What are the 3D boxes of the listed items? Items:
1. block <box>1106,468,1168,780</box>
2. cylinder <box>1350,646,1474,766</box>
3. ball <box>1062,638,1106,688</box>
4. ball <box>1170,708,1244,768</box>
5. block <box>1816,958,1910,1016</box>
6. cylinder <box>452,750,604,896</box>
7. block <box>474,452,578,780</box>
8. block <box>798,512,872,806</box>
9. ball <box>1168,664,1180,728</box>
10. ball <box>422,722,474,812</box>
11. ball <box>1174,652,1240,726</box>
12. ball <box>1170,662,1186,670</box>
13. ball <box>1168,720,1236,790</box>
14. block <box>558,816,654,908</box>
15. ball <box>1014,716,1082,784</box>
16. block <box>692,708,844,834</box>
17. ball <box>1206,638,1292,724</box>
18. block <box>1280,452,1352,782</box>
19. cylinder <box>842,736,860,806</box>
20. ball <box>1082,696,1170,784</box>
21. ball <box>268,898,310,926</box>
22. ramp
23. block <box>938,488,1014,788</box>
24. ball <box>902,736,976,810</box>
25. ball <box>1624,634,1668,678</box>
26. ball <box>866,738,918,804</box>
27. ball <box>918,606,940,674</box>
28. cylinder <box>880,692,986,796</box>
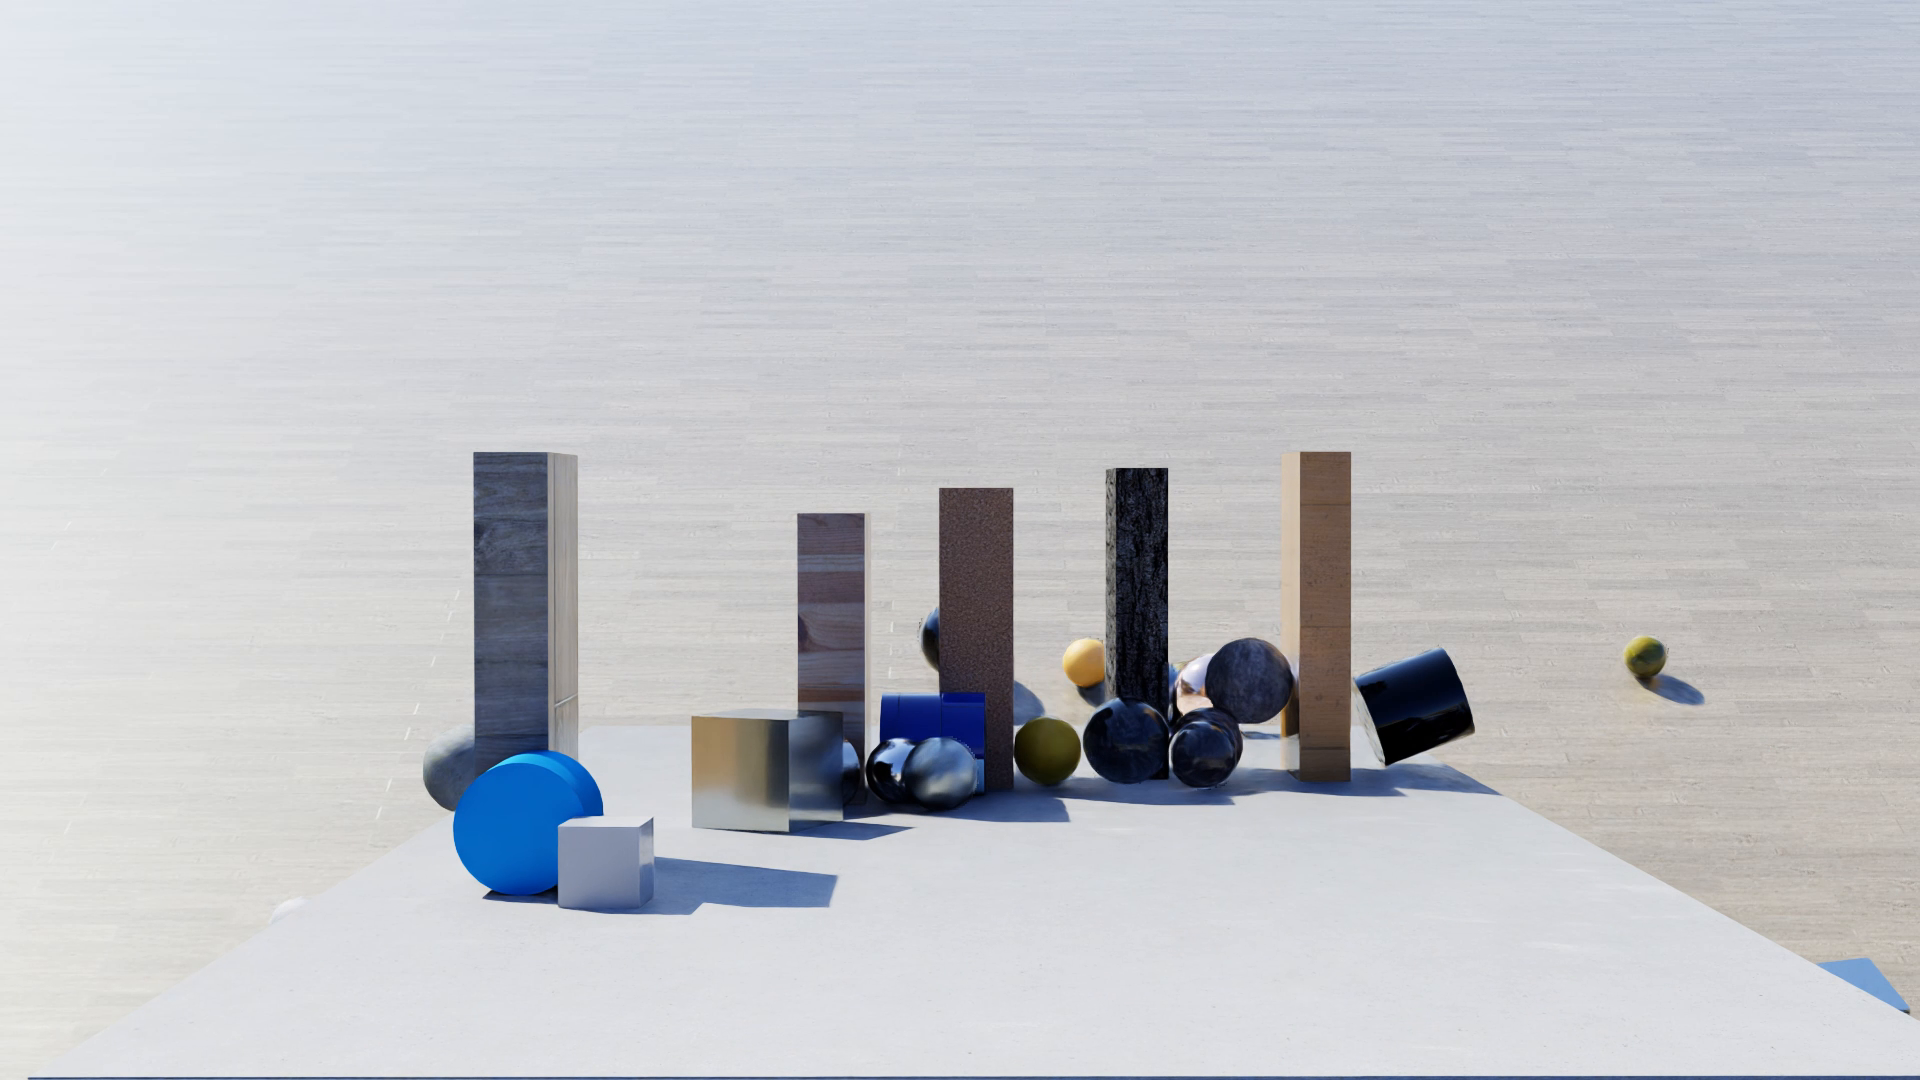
[{"bbox_3d":[0.375,0.170,5.504,0.108,0.643,0.372,0,1,0],"label":"block"},{"bbox_3d":[0.976,0.359,5.580,0.204,0.204,0.204,-20,29,0],"label":"cylinder"},{"bbox_3d":[0.341,0.329,6.925,0.131,0.131,0.131,0,27,0],"label":"ball"},{"bbox_3d":[0.506,0.419,5.304,0.152,0.152,0.152,0,27,0],"label":"ball"},{"bbox_3d":[1.886,1.029,5.515,0.182,0.182,0.182,-5,28,-9],"label":"block"},{"bbox_3d":[-0.644,0.421,3.870,0.195,0.195,0.195,0,1,0],"label":"cylinder"},{"bbox_3d":[-0.689,0.188,4.121,0.114,0.652,0.314,0,1,0],"label":"block"},{"bbox_3d":[-0.243,0.223,5.053,0.127,0.553,0.351,0,1,0],"label":"block"},{"bbox_3d":[0.505,0.393,6.499,0.164,0.164,0.164,0,27,0],"label":"ball"},{"bbox_3d":[-1.092,0.509,5.739,0.203,0.203,0.203,0,27,0],"label":"ball"},{"bbox_3d":[0.625,0.378,6.361,0.199,0.199,0.199,0,27,0],"label":"ball"},{"bbox_3d":[0.587,0.399,6.740,0.163,0.163,0.163,0,27,0],"label":"ball"},{"bbox_3d":[0.484,0.429,5.156,0.137,0.137,0.137,0,27,0],"label":"ball"},{"bbox_3d":[-0.508,0.463,3.713,0.116,0.116,0.116,0,1,3],"label":"block"},{"bbox_3d":[0.177,0.426,5.233,0.140,0.140,0.140,0,27,0],"label":"ball"},{"bbox_3d":[-0.342,0.408,4.599,0.197,0.197,0.197,0,1,26],"label":"block"},{"bbox_3d":[0.599,0.293,5.356,0.180,0.180,0.180,0,27,0],"label":"ball"},{"bbox_3d":[0.747,0.155,5.434,0.105,0.676,0.301,0,1,0],"label":"block"},{"bbox_3d":[-0.285,0.433,4.781,0.141,0.141,0.141,-1,21,-45],"label":"cylinder"},{"bbox_3d":[0.337,0.407,5.232,0.178,0.178,0.178,0,27,0],"label":"ball"},{"bbox_3d":[-1.504,0.878,5.867,0.129,0.129,0.129,0,27,0],"label":"ball"},{"bbox_3d":[0.062,0.556,4.594,2.000,0.100,4.000,0,1,0],"label":"ramp"},{"bbox_3d":[0.033,0.194,5.315,0.149,0.602,0.319,0,1,0],"label":"block"},{"bbox_3d":[-0.038,0.434,4.797,0.138,0.138,0.138,0,27,0],"label":"ball"},{"bbox_3d":[1.850,0.313,6.974,0.115,0.115,0.115,0,27,0],"label":"ball"},{"bbox_3d":[-0.116,0.438,4.903,0.126,0.126,0.126,0,27,0],"label":"ball"},{"bbox_3d":[-0.013,0.269,6.966,0.200,0.200,0.200,0,27,0],"label":"ball"},{"bbox_3d":[-0.051,0.399,5.059,0.201,0.201,0.201,0,27,2],"label":"cylinder"}]
